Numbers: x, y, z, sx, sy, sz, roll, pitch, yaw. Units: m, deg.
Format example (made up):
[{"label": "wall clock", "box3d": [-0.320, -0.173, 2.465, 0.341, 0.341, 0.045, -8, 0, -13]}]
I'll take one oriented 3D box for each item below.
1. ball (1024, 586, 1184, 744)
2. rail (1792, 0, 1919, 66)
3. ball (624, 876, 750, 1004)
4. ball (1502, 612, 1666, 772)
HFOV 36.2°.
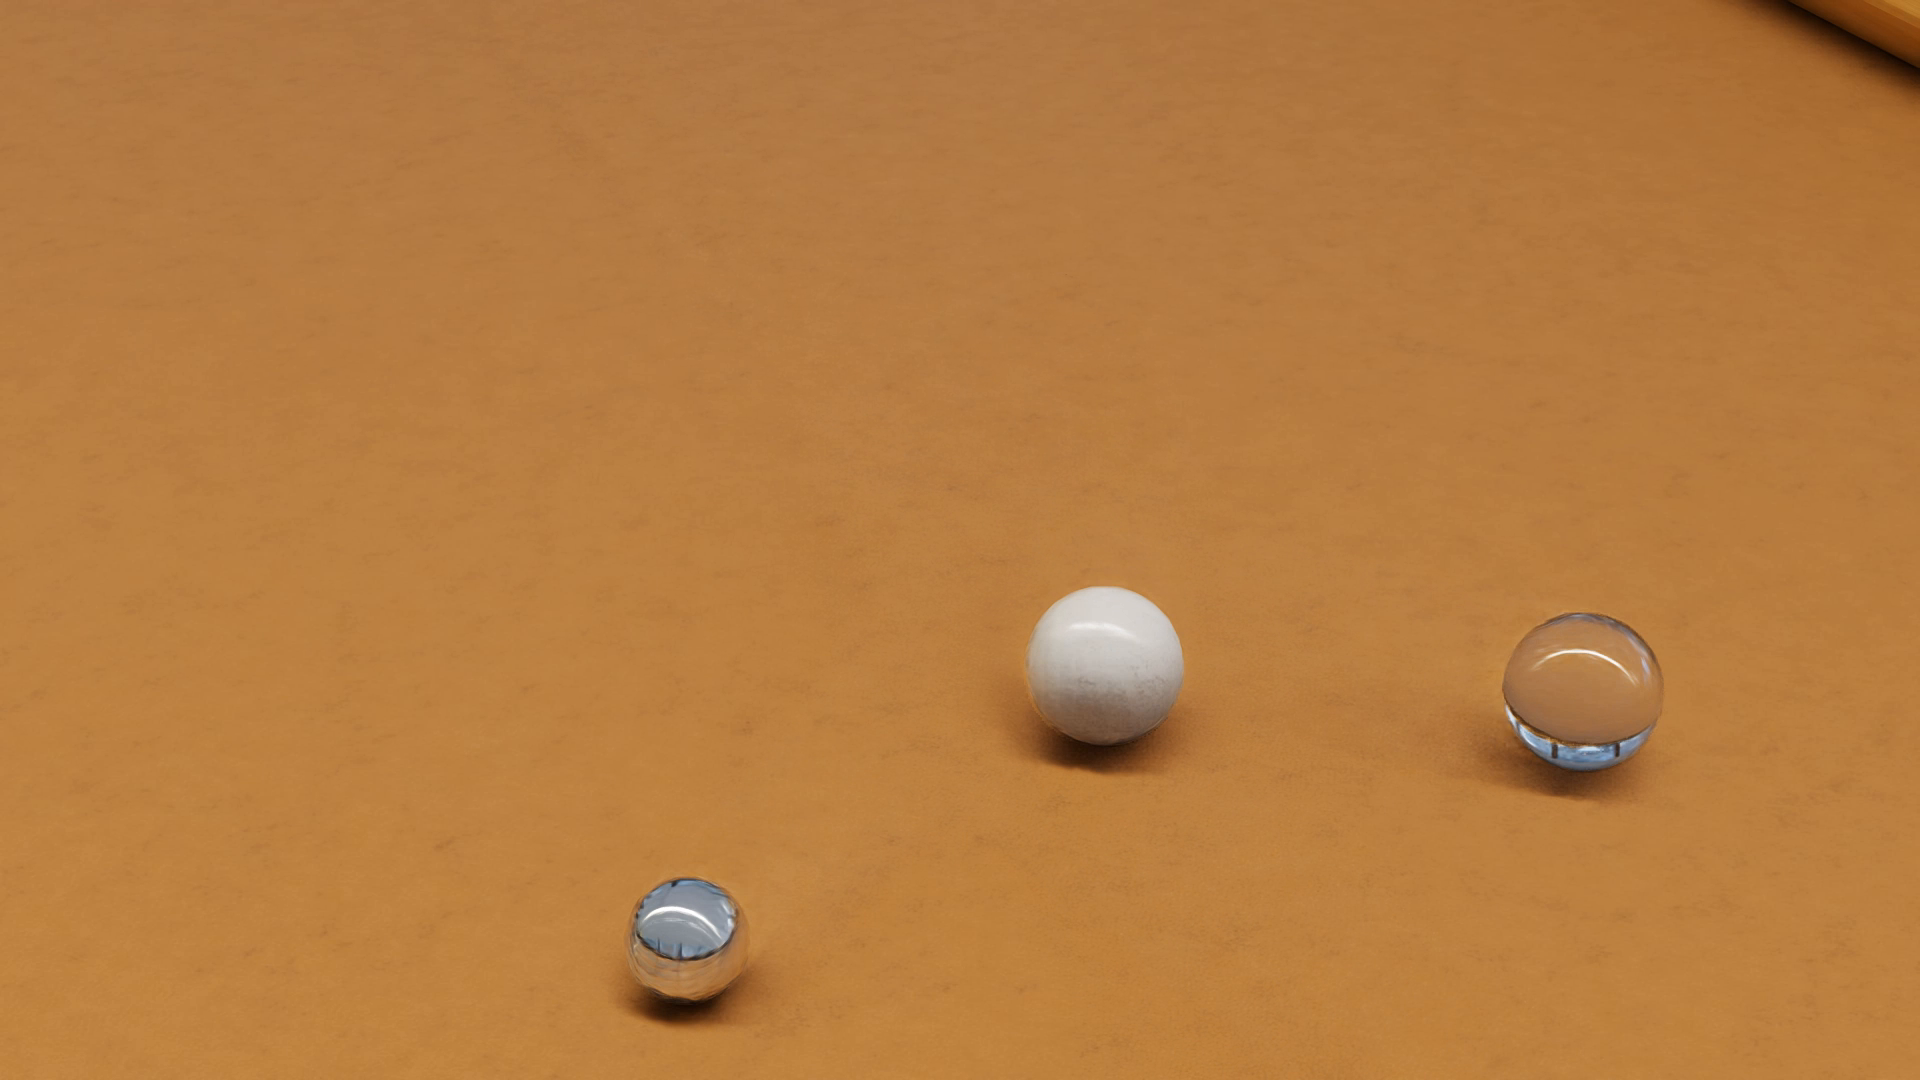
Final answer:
[{"label": "ball", "box3d": [0.080, 0.070, 1.636, 0.088, 0.088, 0.088, 0, 29, 0]}, {"label": "rail", "box3d": [0.652, -0.682, 2.942, 0.045, 0.119, 4.094, -11, 31, -18]}, {"label": "ball", "box3d": [-0.133, 0.195, 1.439, 0.062, 0.062, 0.062, 0, 29, 0]}, {"label": "ball", "box3d": [0.342, 0.083, 1.613, 0.088, 0.088, 0.088, 0, 29, 0]}]
